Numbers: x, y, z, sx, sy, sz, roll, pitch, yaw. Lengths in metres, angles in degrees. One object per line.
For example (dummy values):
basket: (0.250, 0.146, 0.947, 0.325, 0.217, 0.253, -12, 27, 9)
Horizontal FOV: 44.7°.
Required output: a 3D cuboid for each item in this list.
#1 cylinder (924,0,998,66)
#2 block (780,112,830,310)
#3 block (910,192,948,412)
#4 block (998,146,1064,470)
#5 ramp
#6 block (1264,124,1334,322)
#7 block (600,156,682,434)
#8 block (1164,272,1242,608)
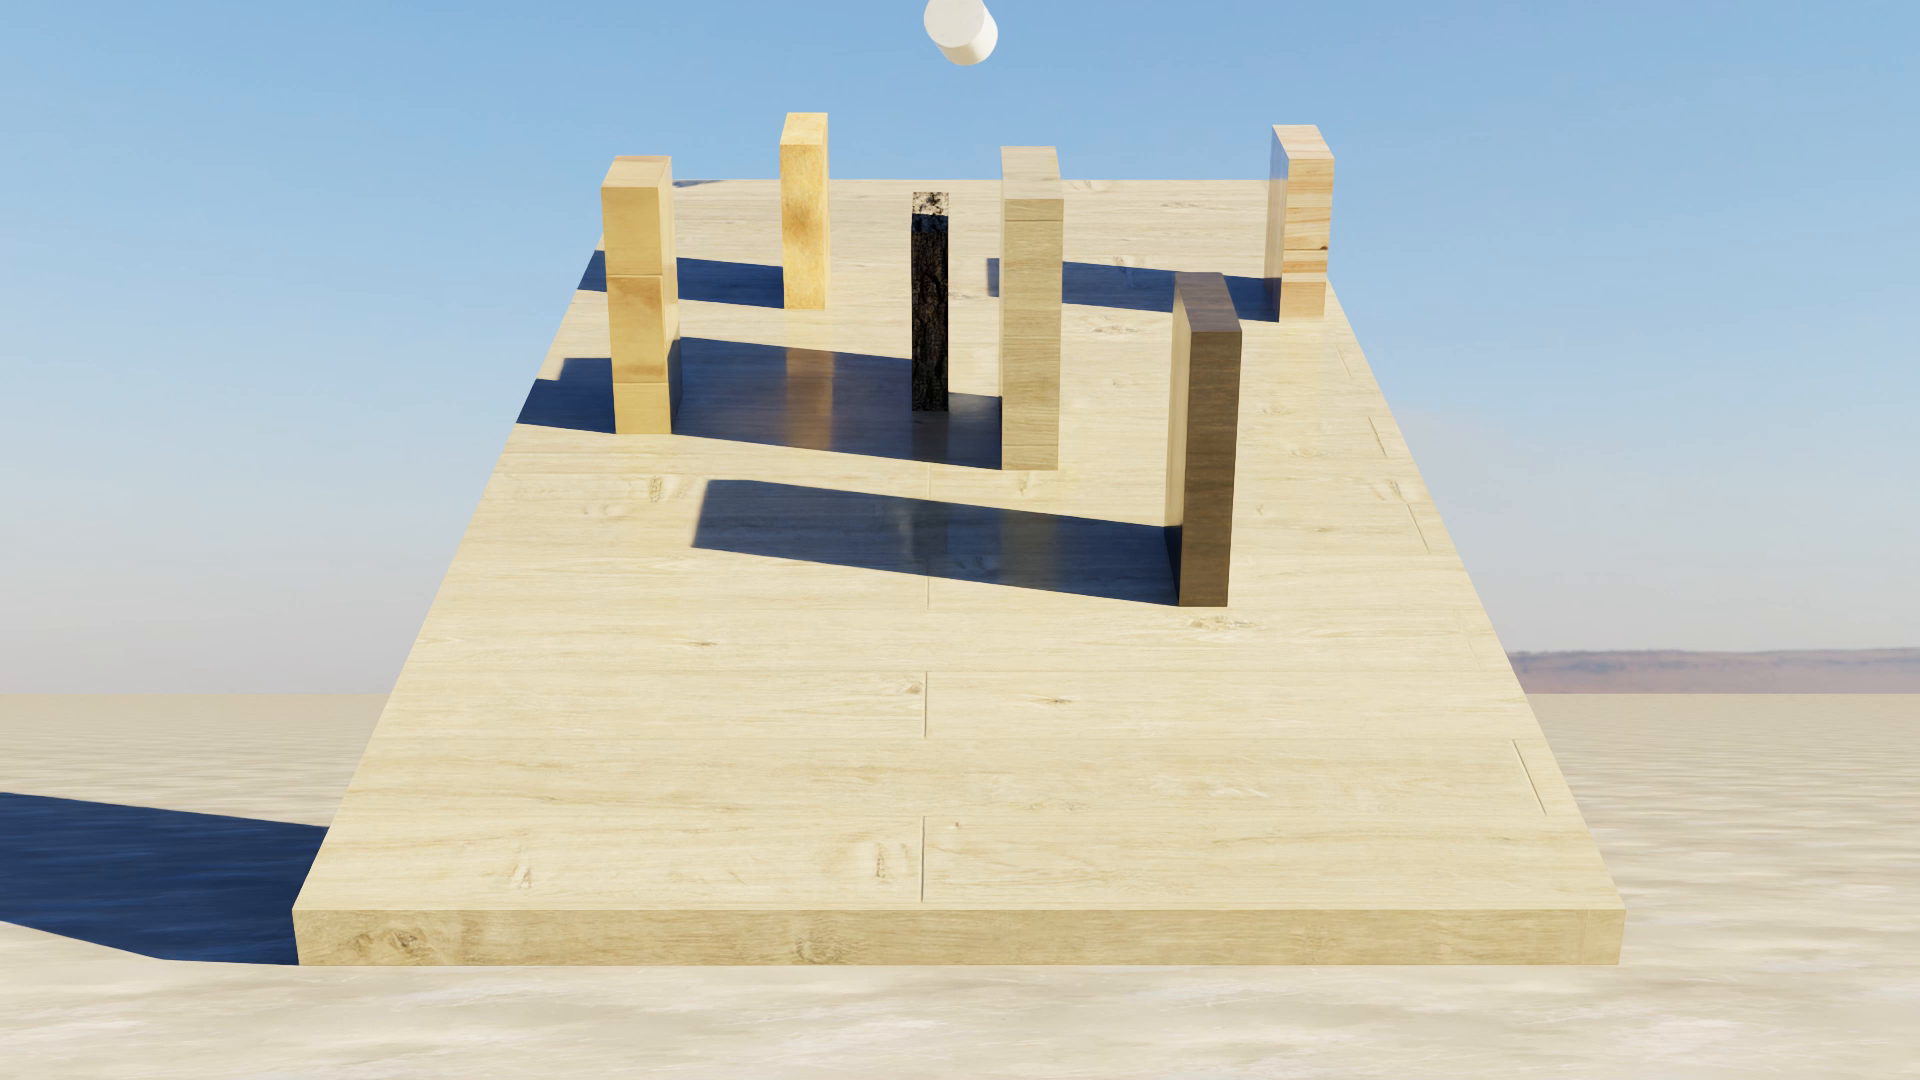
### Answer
cylinder: (0.003, -1.484, 6.741, 0.179, 0.179, 0.179, -1, -6, 12)
block: (-0.401, -0.859, 6.077, 0.105, 0.434, 0.320, 0, 24, 0)
block: (-0.068, -0.558, 5.424, 0.084, 0.426, 0.324, 0, 24, 0)
block: (0.151, -0.511, 5.107, 0.122, 0.606, 0.412, 0, 24, 0)
ramp: (-0.008, -0.229, 5.338, 2.000, 0.100, 4.000, 0, 24, 0)
block: (0.867, -0.815, 5.995, 0.113, 0.426, 0.333, 0, 24, 0)
block: (-0.709, -0.549, 5.229, 0.123, 0.570, 0.256, 0, 24, 0)
block: (0.462, -0.196, 4.481, 0.092, 0.553, 0.349, 0, 24, 0)
